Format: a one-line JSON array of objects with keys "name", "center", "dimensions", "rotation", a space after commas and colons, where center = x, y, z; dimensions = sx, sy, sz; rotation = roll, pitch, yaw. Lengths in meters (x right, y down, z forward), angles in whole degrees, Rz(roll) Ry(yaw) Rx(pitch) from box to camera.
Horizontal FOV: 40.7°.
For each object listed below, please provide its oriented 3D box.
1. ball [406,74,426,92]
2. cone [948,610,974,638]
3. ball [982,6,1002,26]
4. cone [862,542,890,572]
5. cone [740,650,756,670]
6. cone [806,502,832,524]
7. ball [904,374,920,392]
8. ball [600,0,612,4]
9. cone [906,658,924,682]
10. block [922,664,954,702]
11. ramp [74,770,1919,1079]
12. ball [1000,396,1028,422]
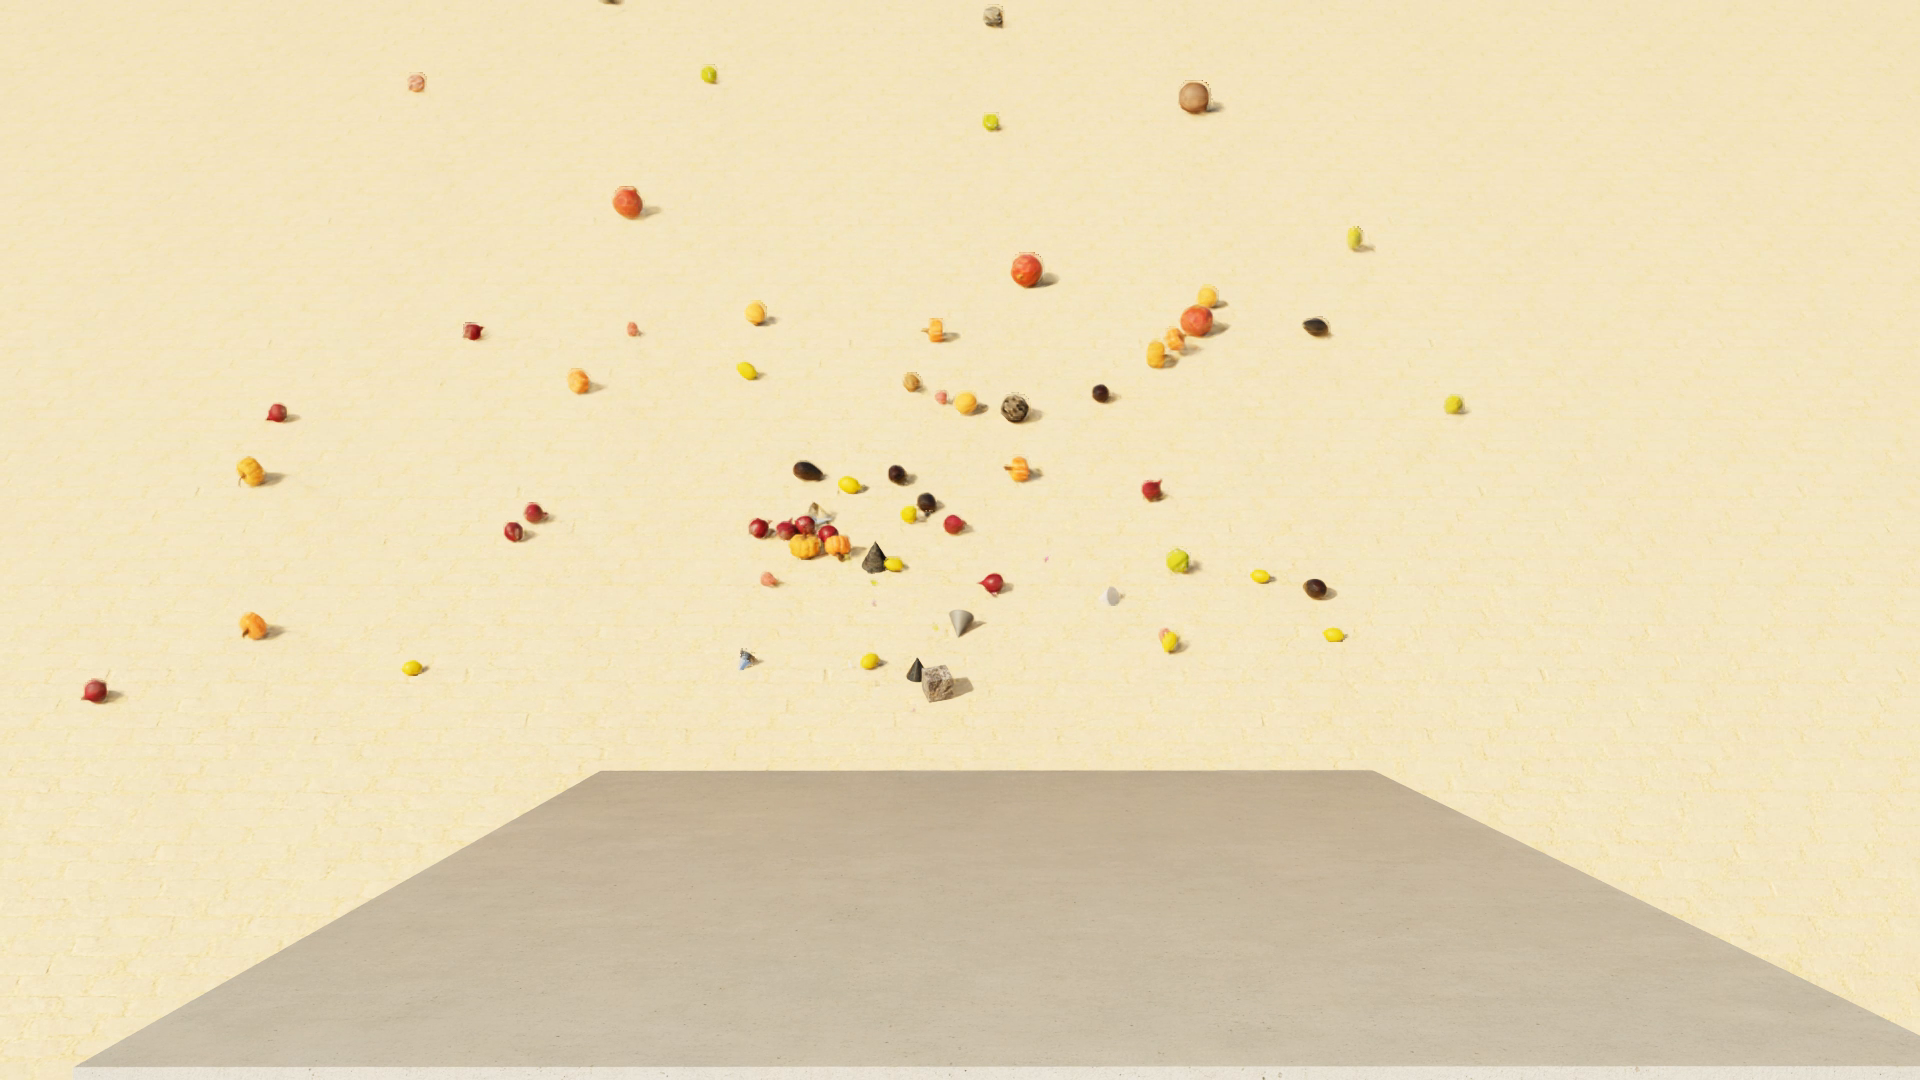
[{"name": "ball", "center": [-2.278, -1.912, 10.848], "dimensions": [0.075, 0.075, 0.075], "rotation": [0, 32, 0]}, {"name": "cone", "center": [-0.001, 0.249, 7.400], "dimensions": [0.075, 0.075, 0.075], "rotation": [5, 59, 8]}, {"name": "ball", "center": [0.145, -2.323, 11.497], "dimensions": [0.091, 0.091, 0.091], "rotation": [0, 32, 0]}, {"name": "cone", "center": [-0.250, 0.038, 7.691], "dimensions": [0.087, 0.087, 0.087], "rotation": [0, 32, 0]}, {"name": "cone", "center": [-0.606, 0.346, 7.254], "dimensions": [0.052, 0.052, 0.052], "rotation": [17, 62, 25]}, {"name": "cone", "center": [-0.419, -0.073, 7.921], "dimensions": [0.073, 0.073, 0.073], "rotation": [16, 22, -32]}, {"name": "ball", "center": [-0.161, -0.522, 8.623], "dimensions": [0.056, 0.056, 0.056], "rotation": [0, 32, 0]}, {"name": "ball", "center": [-1.605, -2.473, 11.744], "dimensions": [0.086, 0.086, 0.086], "rotation": [0, 32, 0]}, {"name": "cone", "center": [-0.118, 0.351, 7.206], "dimensions": [0.065, 0.065, 0.065], "rotation": [0, 32, 0]}, {"name": "block", "center": [-0.062, 0.395, 7.131], "dimensions": [0.069, 0.069, 0.069], "rotation": [-9, 33, -15]}, {"name": "ramp", "center": [0.071, 0.624, 4.711], "dimensions": [2.000, 0.100, 4.000], "rotation": [0, -1, 0]}, {"name": "ball", "center": [0.177, -0.427, 8.439], "dimensions": [0.089, 0.089, 0.089], "rotation": [0, 32, 0]}]
